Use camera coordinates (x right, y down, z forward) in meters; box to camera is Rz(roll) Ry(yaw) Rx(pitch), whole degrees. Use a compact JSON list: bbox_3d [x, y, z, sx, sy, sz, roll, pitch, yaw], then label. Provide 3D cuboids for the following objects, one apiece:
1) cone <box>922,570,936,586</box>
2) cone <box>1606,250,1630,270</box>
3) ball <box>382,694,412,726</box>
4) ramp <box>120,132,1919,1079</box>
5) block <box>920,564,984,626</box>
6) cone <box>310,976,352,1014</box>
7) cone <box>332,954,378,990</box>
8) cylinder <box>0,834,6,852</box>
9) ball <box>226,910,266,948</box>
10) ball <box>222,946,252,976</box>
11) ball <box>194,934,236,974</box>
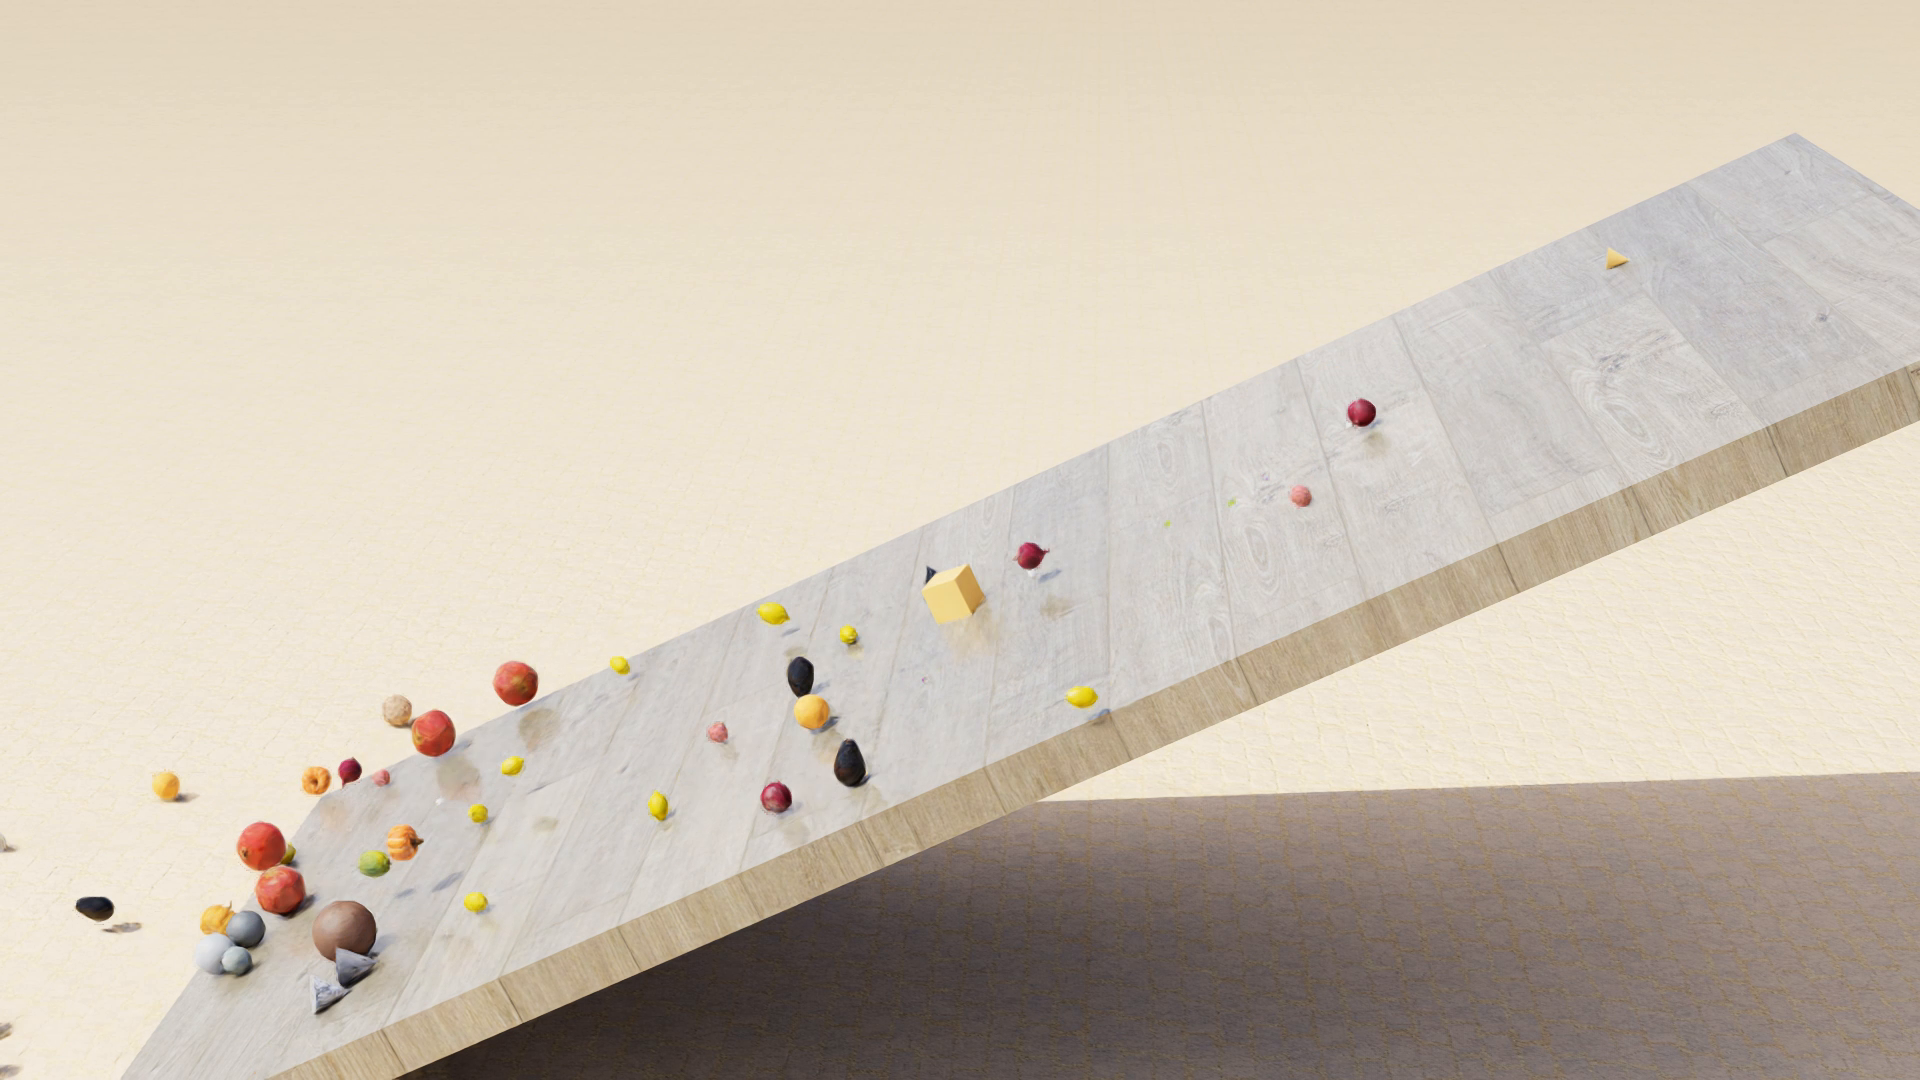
[{"bbox_3d":[-0.036,0.097,6.583,0.081,0.081,0.081,-13,18,-6],"label":"cone"},{"bbox_3d":[1.463,-0.623,6.527,0.050,0.050,0.050,-5,14,19],"label":"cone"},{"bbox_3d":[-1.596,0.483,8.339,0.088,0.088,0.088,0,16,0],"label":"ball"},{"bbox_3d":[0.136,0.169,6.282,4.000,0.100,2.000,-24,13,9],"label":"ramp"},{"bbox_3d":[-0.015,0.118,6.351,0.087,0.087,0.087,-19,15,28],"label":"block"},{"bbox_3d":[-1.240,0.895,5.815,0.078,0.078,0.078,-3,16,-20],"label":"cone"},{"bbox_3d":[-1.199,0.848,5.878,0.083,0.083,0.083,-28,22,-10],"label":"cone"},{"bbox_3d":[-2.445,0.759,7.426,0.055,0.055,0.055,-14,21,-41],"label":"cylinder"},{"bbox_3d":[-1.574,0.858,6.483,0.083,0.083,0.083,0,16,0],"label":"ball"},{"bbox_3d":[-1.551,0.904,6.312,0.062,0.062,0.062,0,16,0],"label":"ball"},{"bbox_3d":[-1.617,0.900,6.391,0.090,0.090,0.090,0,16,0],"label":"ball"}]
